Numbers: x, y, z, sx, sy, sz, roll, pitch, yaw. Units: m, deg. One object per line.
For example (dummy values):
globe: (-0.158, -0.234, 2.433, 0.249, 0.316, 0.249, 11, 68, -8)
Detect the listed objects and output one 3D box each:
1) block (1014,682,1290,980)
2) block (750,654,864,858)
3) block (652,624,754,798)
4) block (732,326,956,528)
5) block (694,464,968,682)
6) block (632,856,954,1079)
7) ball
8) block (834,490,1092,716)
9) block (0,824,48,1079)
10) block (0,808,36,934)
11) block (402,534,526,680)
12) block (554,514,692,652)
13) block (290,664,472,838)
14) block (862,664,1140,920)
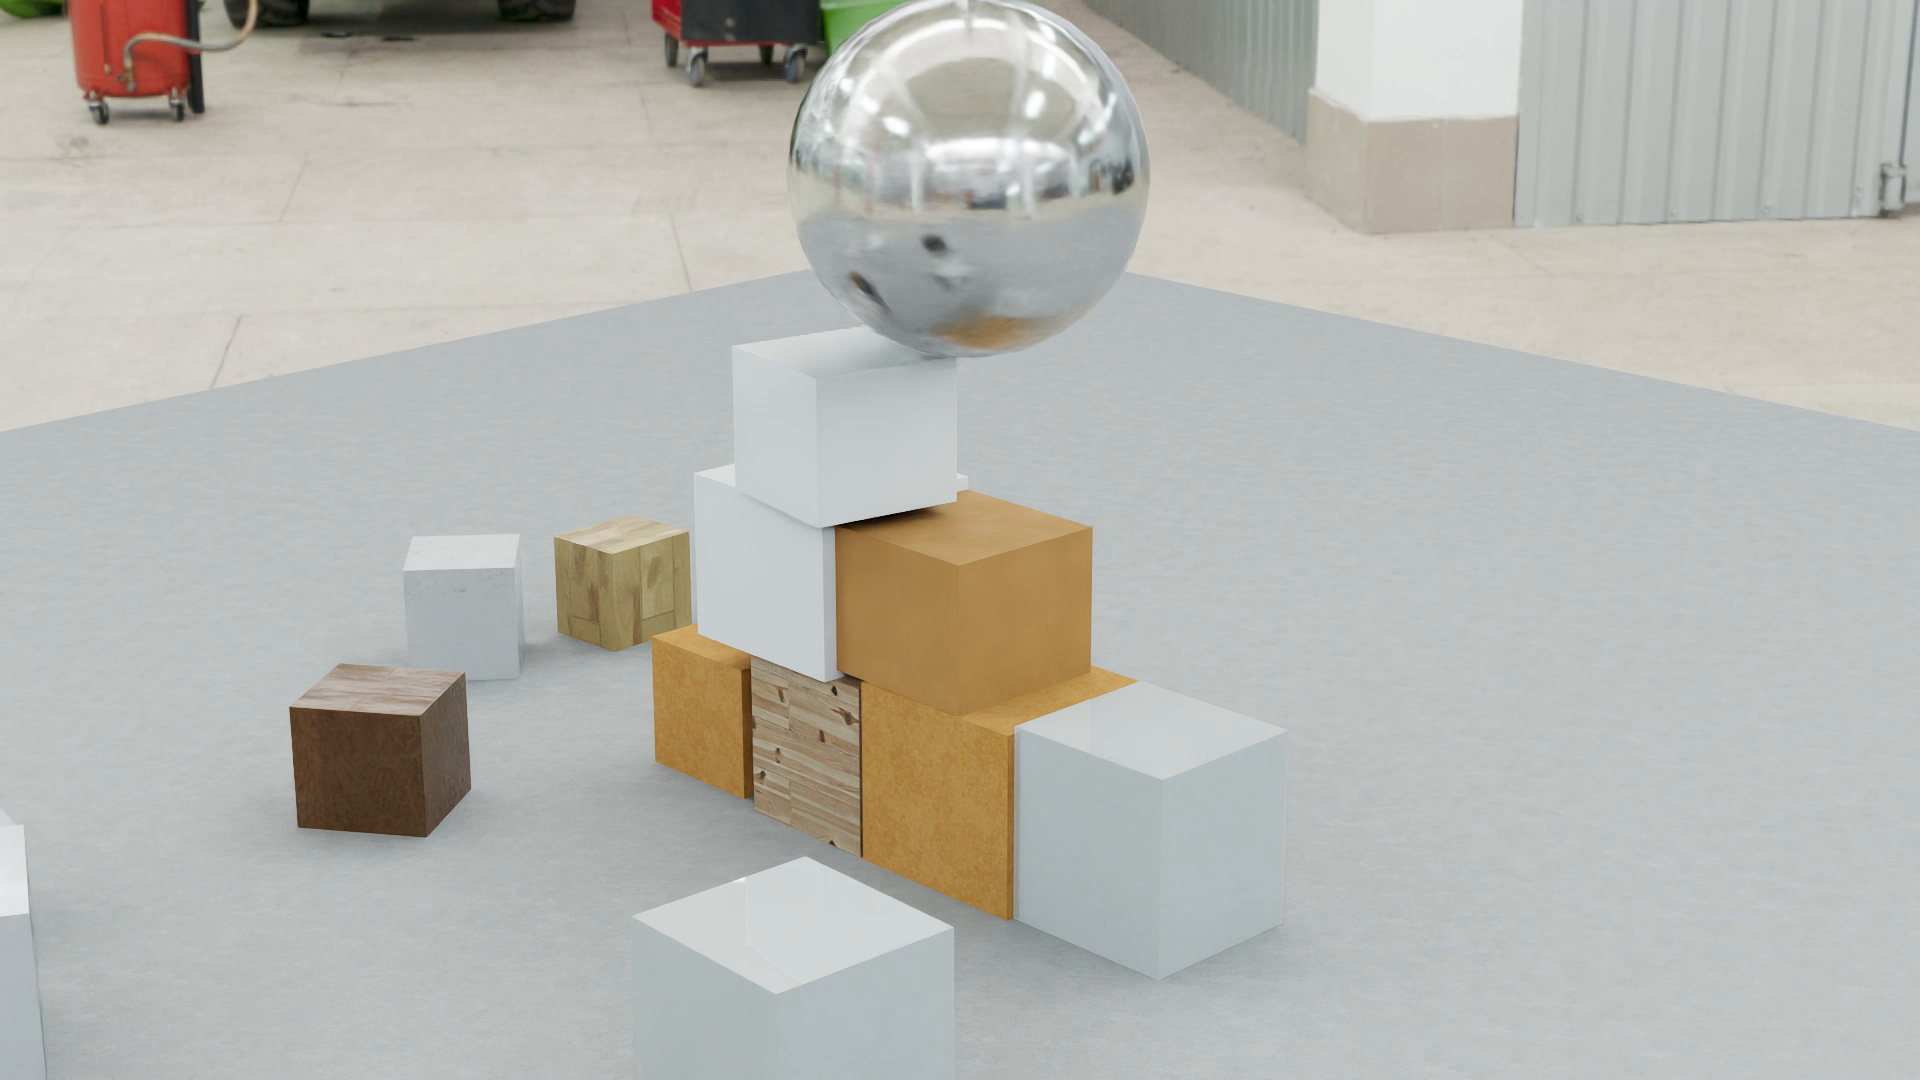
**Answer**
block: (0.830, 1.251, 12.845, 0.817, 0.911, 0.864, -16, 24, -42)
block: (-0.439, 0.915, 14.043, 0.799, 0.834, 0.772, -16, 23, -41)
block: (-1.043, 0.799, 14.688, 0.703, 0.667, 0.691, -16, 24, -42)
block: (-0.529, -0.533, 13.431, 0.746, 0.685, 0.734, -11, 21, -32)
block: (-0.612, 0.076, 13.979, 0.909, 0.805, 0.931, -16, 23, -41)
block: (-0.633, 1.828, 11.159, 0.846, 0.821, 0.885, -15, 23, -39)
ball: (0.037, -1.600, 12.878, 1.600, 1.600, 1.600, 0, 17, 0)
block: (0.016, 0.270, 13.395, 0.830, 0.700, 0.826, -16, 23, -41)
block: (-4.051, 1.710, 11.558, 0.782, 0.806, 0.905, -6, 18, -17)
block: (-4.423, 1.475, 12.872, 0.515, 0.467, 0.560, -11, 21, -32)
block: (-2.718, 0.368, 16.114, 0.591, 0.636, 0.610, -2, 18, -5)
block: (-1.909, 0.238, 16.635, 0.494, 0.572, 0.579, 15, 23, 40)
block: (-2.782, 1.006, 14.121, 0.646, 0.613, 0.617, 3, 18, 10)
block: (0.208, 1.071, 13.475, 0.919, 0.877, 0.942, -16, 24, -42)
